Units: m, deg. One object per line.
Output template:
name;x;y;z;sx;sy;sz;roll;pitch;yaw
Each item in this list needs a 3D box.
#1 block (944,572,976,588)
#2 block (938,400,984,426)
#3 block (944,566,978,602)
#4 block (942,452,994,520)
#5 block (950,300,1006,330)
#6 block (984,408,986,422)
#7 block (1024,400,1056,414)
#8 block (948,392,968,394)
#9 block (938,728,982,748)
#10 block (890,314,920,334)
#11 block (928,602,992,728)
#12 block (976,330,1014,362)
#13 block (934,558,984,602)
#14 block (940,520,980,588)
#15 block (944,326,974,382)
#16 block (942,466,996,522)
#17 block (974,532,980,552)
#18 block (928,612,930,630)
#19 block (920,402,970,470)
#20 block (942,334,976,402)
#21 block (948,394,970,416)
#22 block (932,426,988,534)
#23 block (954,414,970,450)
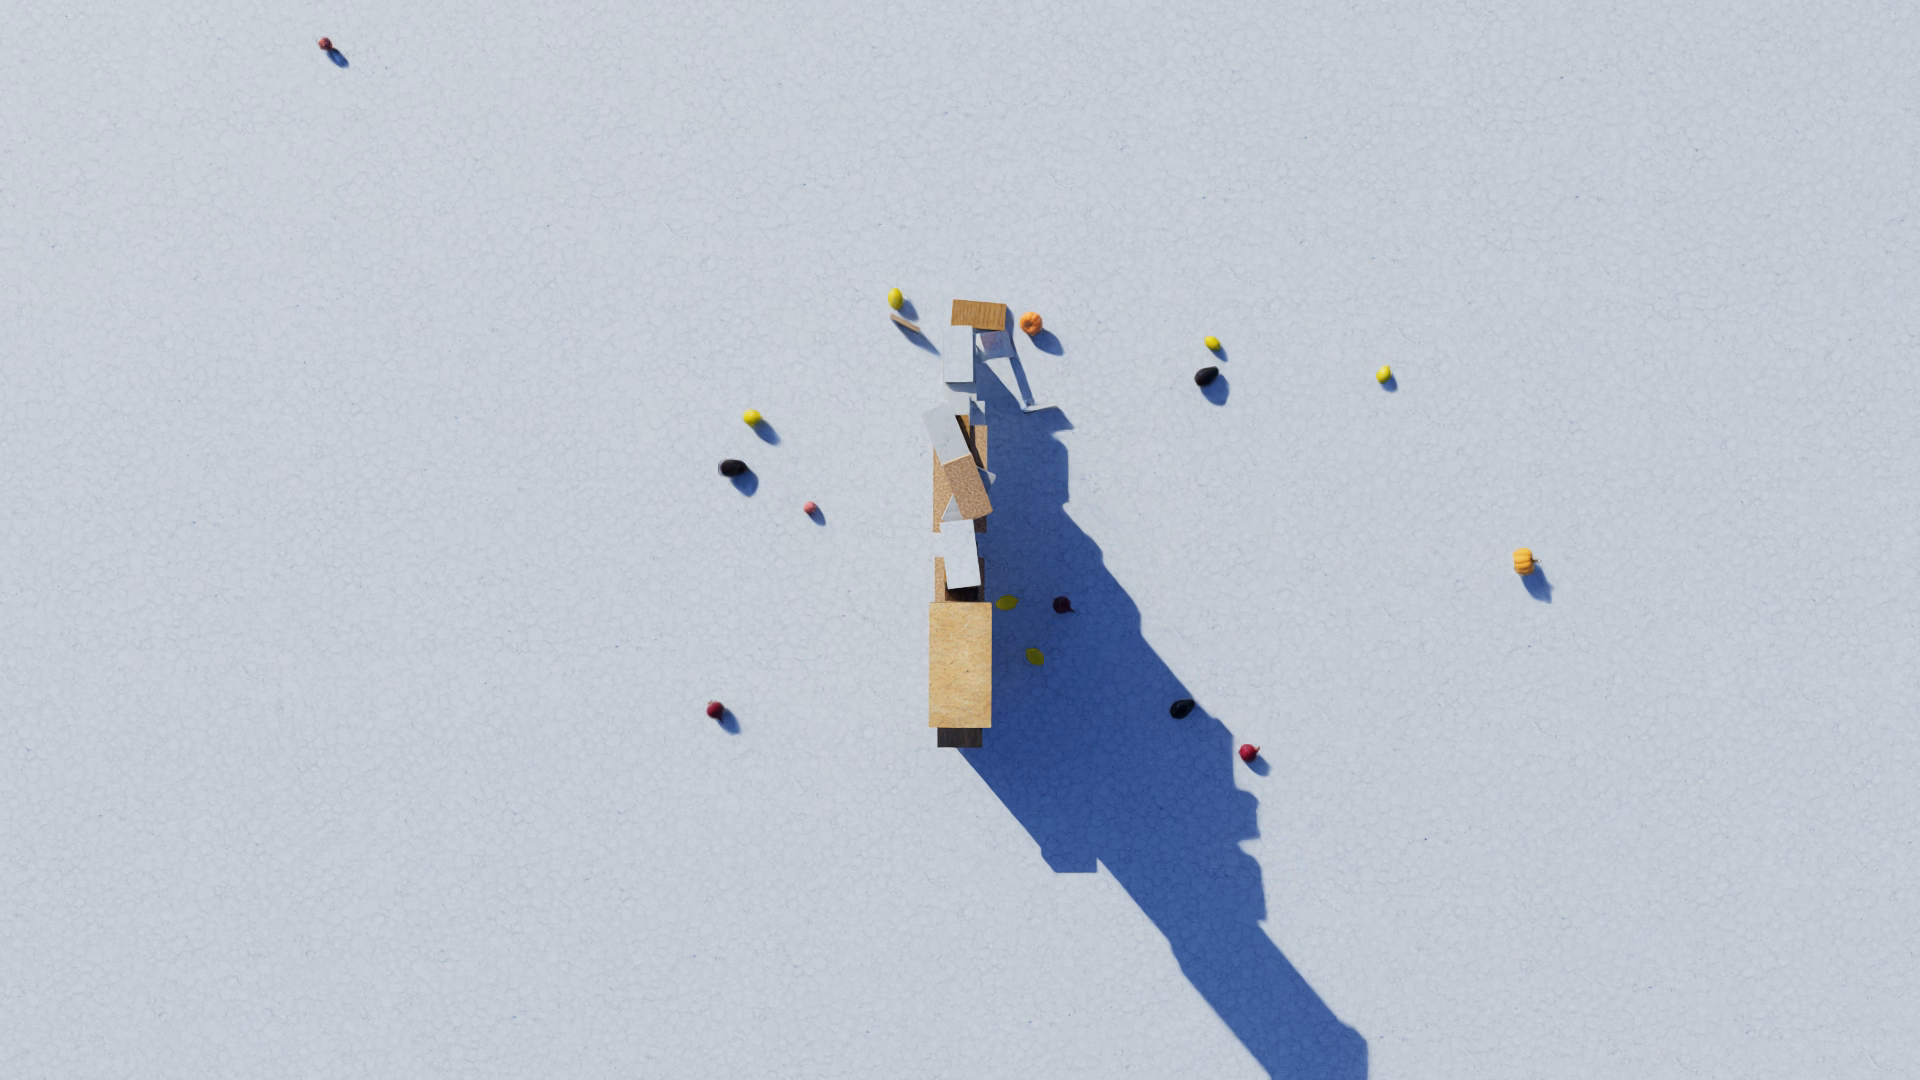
block;0.002;0.119;4.823;0.095;0.190;0.027;0;82;0
block;0.003;-0.290;5.189;0.145;0.041;0.291;1;90;0
block;0.005;0.083;4.933;0.099;0.028;0.199;0;90;0
block;0.022;-0.150;4.746;0.090;0.026;0.181;-21;102;1
block;0.061;-0.748;5.487;0.178;0.025;0.089;5;90;0
block;0.007;-0.399;5.355;0.145;0.291;0.041;1;90;0
block;0.265;-0.439;5.473;0.107;0.054;0.015;-13;89;0
block;-0.006;-0.448;5.149;0.064;0.218;0.018;3;93;0
block;-0.001;0.510;5.197;0.141;0.040;0.283;0;90;0
block;-0.182;-0.718;5.473;0.107;0.054;0.015;28;90;0
block;0.001;0.337;4.466;0.168;0.048;0.336;0;90;0
block;0.112;-0.638;5.419;0.025;0.178;0.089;-17;90;34
block;-0.001;0.209;5.168;0.155;0.044;0.310;0;90;0
block;0.001;0.040;4.713;0.095;0.027;0.190;-7;90;0
block;-0.004;-0.591;5.246;0.089;0.025;0.178;-1;90;0
block;0.025;-0.124;4.777;0.090;0.026;0.181;24;99;-8
block;0.008;0.003;4.823;0.095;0.190;0.027;9;79;0
block;-0.002;0.224;4.658;0.168;0.336;0.048;1;90;0
block;-0.039;-0.299;4.780;0.090;0.026;0.181;-22;92;1
block;-0.001;-0.548;5.273;0.106;0.030;0.211;-1;90;0
block;-0.003;-0.380;5.032;0.064;0.018;0.128;-1;91;0
block;0.000;-0.178;4.832;0.157;0.044;0.314;0;90;0
block;0.001;-0.311;4.802;0.054;0.015;0.107;-2;90;0
